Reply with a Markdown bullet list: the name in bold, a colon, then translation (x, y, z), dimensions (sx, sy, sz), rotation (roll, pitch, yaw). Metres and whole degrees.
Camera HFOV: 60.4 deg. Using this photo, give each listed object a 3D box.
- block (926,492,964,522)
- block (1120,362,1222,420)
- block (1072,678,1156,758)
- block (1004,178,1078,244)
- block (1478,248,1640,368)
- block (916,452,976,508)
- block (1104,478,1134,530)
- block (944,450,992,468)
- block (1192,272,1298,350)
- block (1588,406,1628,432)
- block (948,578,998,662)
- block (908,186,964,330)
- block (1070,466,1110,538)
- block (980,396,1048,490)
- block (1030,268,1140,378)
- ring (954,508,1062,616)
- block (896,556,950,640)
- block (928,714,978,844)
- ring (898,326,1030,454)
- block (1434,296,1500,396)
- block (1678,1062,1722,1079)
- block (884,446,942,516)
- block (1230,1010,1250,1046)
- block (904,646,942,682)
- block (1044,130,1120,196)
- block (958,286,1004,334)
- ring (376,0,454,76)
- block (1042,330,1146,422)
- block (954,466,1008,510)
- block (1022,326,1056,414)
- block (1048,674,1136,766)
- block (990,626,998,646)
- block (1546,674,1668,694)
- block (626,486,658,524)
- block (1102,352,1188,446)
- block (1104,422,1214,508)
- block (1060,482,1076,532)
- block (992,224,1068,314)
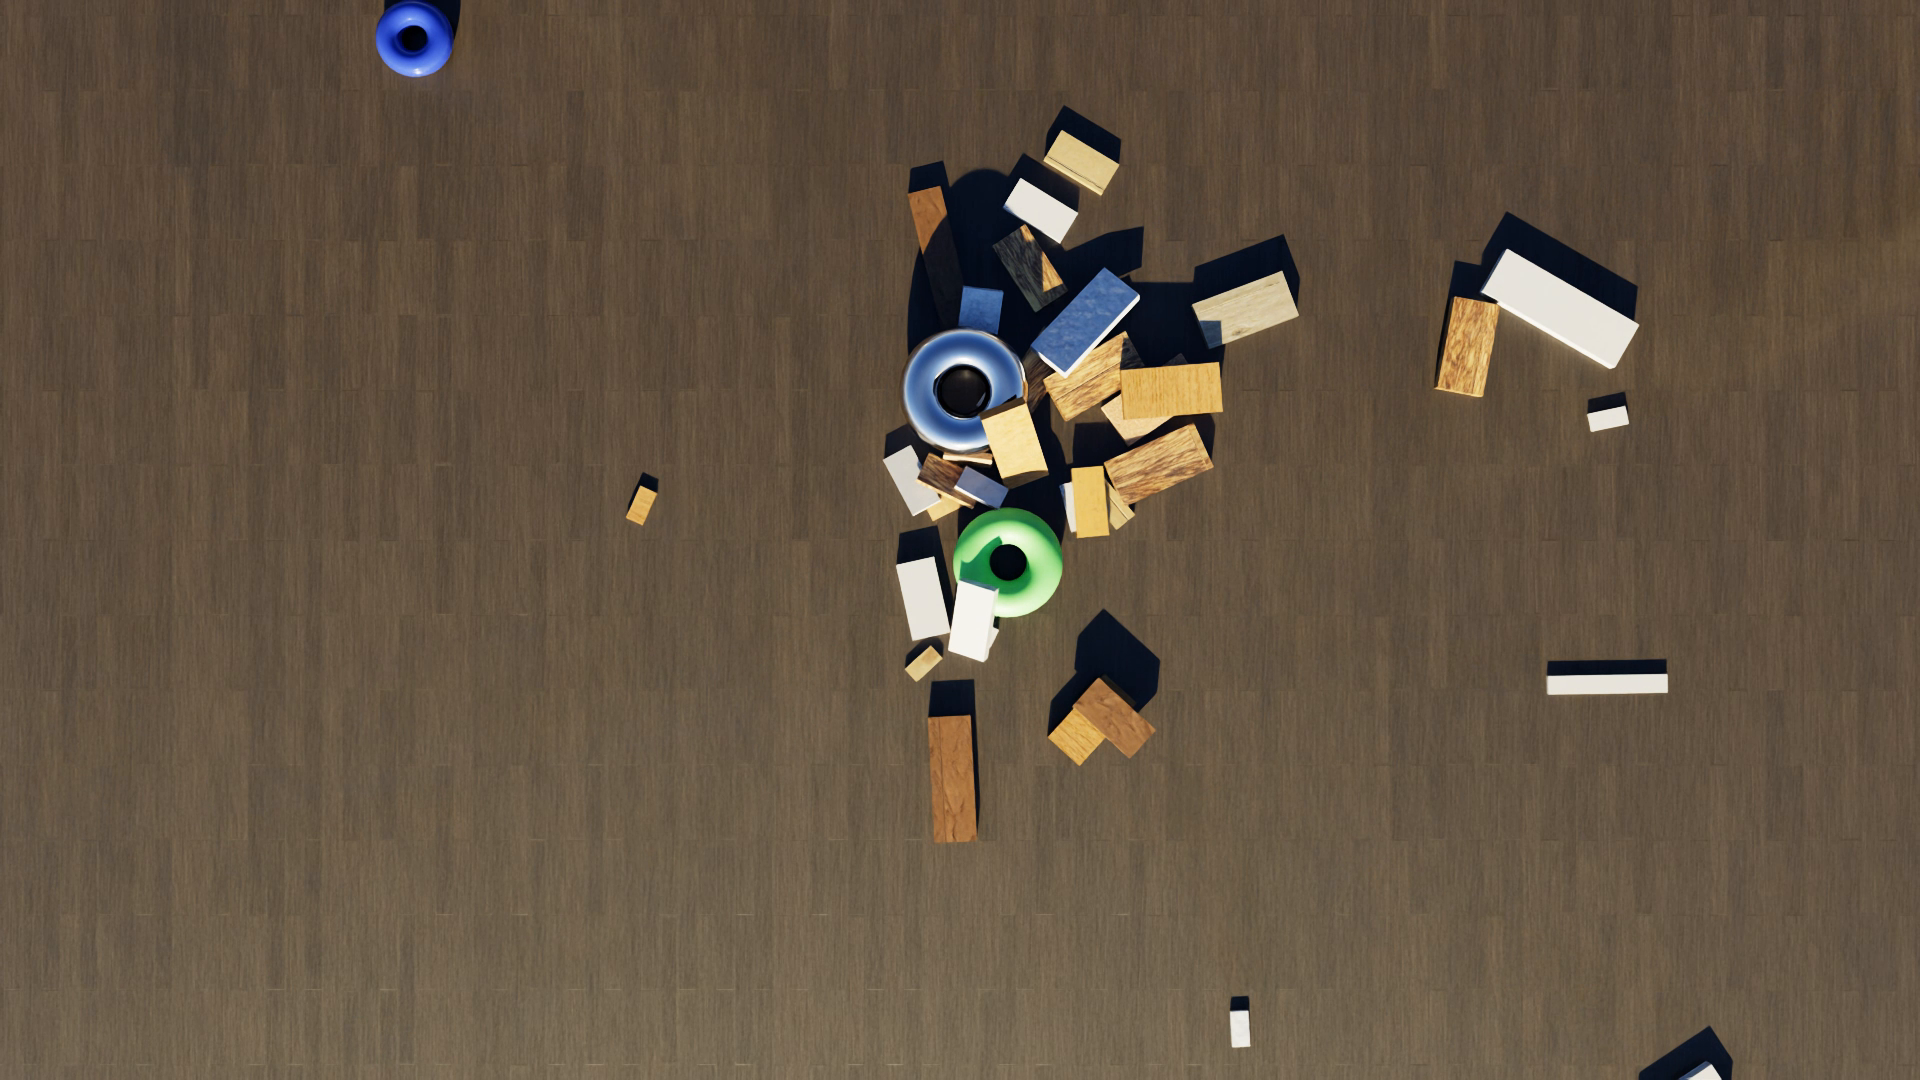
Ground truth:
- **block**: translation (-0.037, -0.133, 5.489), dimensions (0.157, 0.022, 0.078), rotation (-26, 90, 0)
- **block**: translation (0.694, -0.490, 5.428), dimensions (0.323, 0.046, 0.162), rotation (-5, 93, -2)
- **block**: translation (0.507, 0.586, 5.442), dimensions (0.257, 0.036, 0.128), rotation (42, 90, 0)
- **block**: translation (0.267, -1.094, 5.484), dimensions (0.223, 0.032, 0.112), rotation (31, 90, 0)
- **block**: translation (1.988, -0.768, 5.477), dimensions (0.505, 0.046, 0.162), rotation (30, 90, 0)
- **block**: translation (-0.030, -0.196, 5.451), dimensions (0.210, 0.030, 0.105), rotation (26, 73, -4)
- **block**: translation (0.501, -0.119, 5.489), dimensions (0.078, 0.022, 0.157), rotation (-40, 90, 0)
- **block**: translation (0.025, -0.269, 5.458), dimensions (0.161, 0.081, 0.023), rotation (6, 73, 0)
- **block**: translation (0.945, -0.761, 5.478), dimensions (0.316, 0.045, 0.158), rotation (-20, 90, 0)
- **block**: translation (2.158, -0.404, 5.491), dimensions (0.122, 0.017, 0.061), rotation (-12, 90, 0)
- **block**: translation (0.044, 0.261, 5.413), dimensions (0.128, 0.036, 0.256), rotation (17, 114, 20)
- **block**: translation (-0.057, -0.907, 5.484), dimensions (0.112, 0.032, 0.523), rotation (-14, 90, 0)
- **block**: translation (0.430, -0.126, 5.462), dimensions (0.105, 0.030, 0.229), rotation (-5, 90, 0)
- **block**: translation (0.178, -0.312, 5.386), dimensions (0.153, 0.043, 0.306), rotation (-21, 130, 0)
- **block**: translation (0.412, -0.716, 5.432), dimensions (0.153, 0.043, 0.367), rotation (41, 81, 15)
- **ring**: translation (0.158, 0.073, 5.440), dimensions (0.363, 0.121, 0.363), rotation (0, 90, 1)
- **block**: translation (-0.122, 0.194, 5.482), dimensions (0.128, 0.036, 0.257), rotation (-12, 90, 0)
- **block**: translation (-0.025, 0.792, 5.480), dimensions (0.141, 0.040, 0.416), rotation (-3, 90, 0)
- **ring**: translation (0.012, -0.488, 5.400), dimensions (0.428, 0.143, 0.428), rotation (1, 102, 3)
- **block**: translation (1.684, -0.641, 5.478), dimensions (0.153, 0.043, 0.306), rotation (11, 90, 0)
- **block**: translation (2.410, 1.873, 5.480), dimensions (0.283, 0.040, 0.141), rotation (-34, 90, 0)
- **block**: translation (-0.159, -0.198, 5.472), dimensions (0.105, 0.030, 0.210), rotation (-28, 83, 0)
- **block**: translation (0.932, 1.626, 5.492), dimensions (0.059, 0.017, 0.117), rotation (-3, 90, 0)
- **block**: translation (-0.121, 0.411, 5.492), dimensions (0.117, 0.017, 0.059), rotation (-42, 90, 0)
- **block**: translation (0.404, -1.254, 5.484), dimensions (0.223, 0.032, 0.112), rotation (31, 90, 0)
- **block**: translation (0.059, -0.698, 5.435), dimensions (0.131, 0.037, 0.263), rotation (6, 108, -5)
- **ring**: translation (-1.805, -1.661, 5.458), dimensions (0.255, 0.085, 0.255), rotation (0, 89, -1)
- **block**: translation (0.446, -0.542, 5.456), dimensions (0.316, 0.045, 0.158), rotation (-31, 98, -4)
- **block**: translation (0.072, -0.170, 5.436), dimensions (0.161, 0.023, 0.081), rotation (29, 71, -3)
- **block**: translation (0.259, -0.564, 5.481), dimensions (0.131, 0.037, 0.263), rotation (34, 90, 0)
- **block**: translation (0.438, 0.596, 5.480), dimensions (0.141, 0.040, 0.283), rotation (42, 90, 0)
- **block**: translation (0.061, 0.300, 5.491), dimensions (0.122, 0.017, 0.061), rotation (26, 90, 0)
- **block**: translation (2.154, 0.479, 5.491), dimensions (0.396, 0.017, 0.061), rotation (-1, 90, 0)
- **block**: translation (-1.060, -0.115, 5.492), dimensions (0.059, 0.017, 0.117), rotation (24, 90, 0)
- **block**: translation (0.645, -0.464, 5.478), dimensions (0.316, 0.045, 0.158), rotation (-34, 90, 0)
- **block**: translation (0.657, -0.248, 5.466), dimensions (0.323, 0.046, 0.162), rotation (-24, 89, -4)
- **block**: translation (0.389, -0.114, 5.489), dimensions (0.081, 0.023, 0.161), rotation (-15, 90, 0)
- **block**: translation (0.233, -0.900, 5.481), dimensions (0.131, 0.037, 0.263), rotation (-33, 90, 0)
